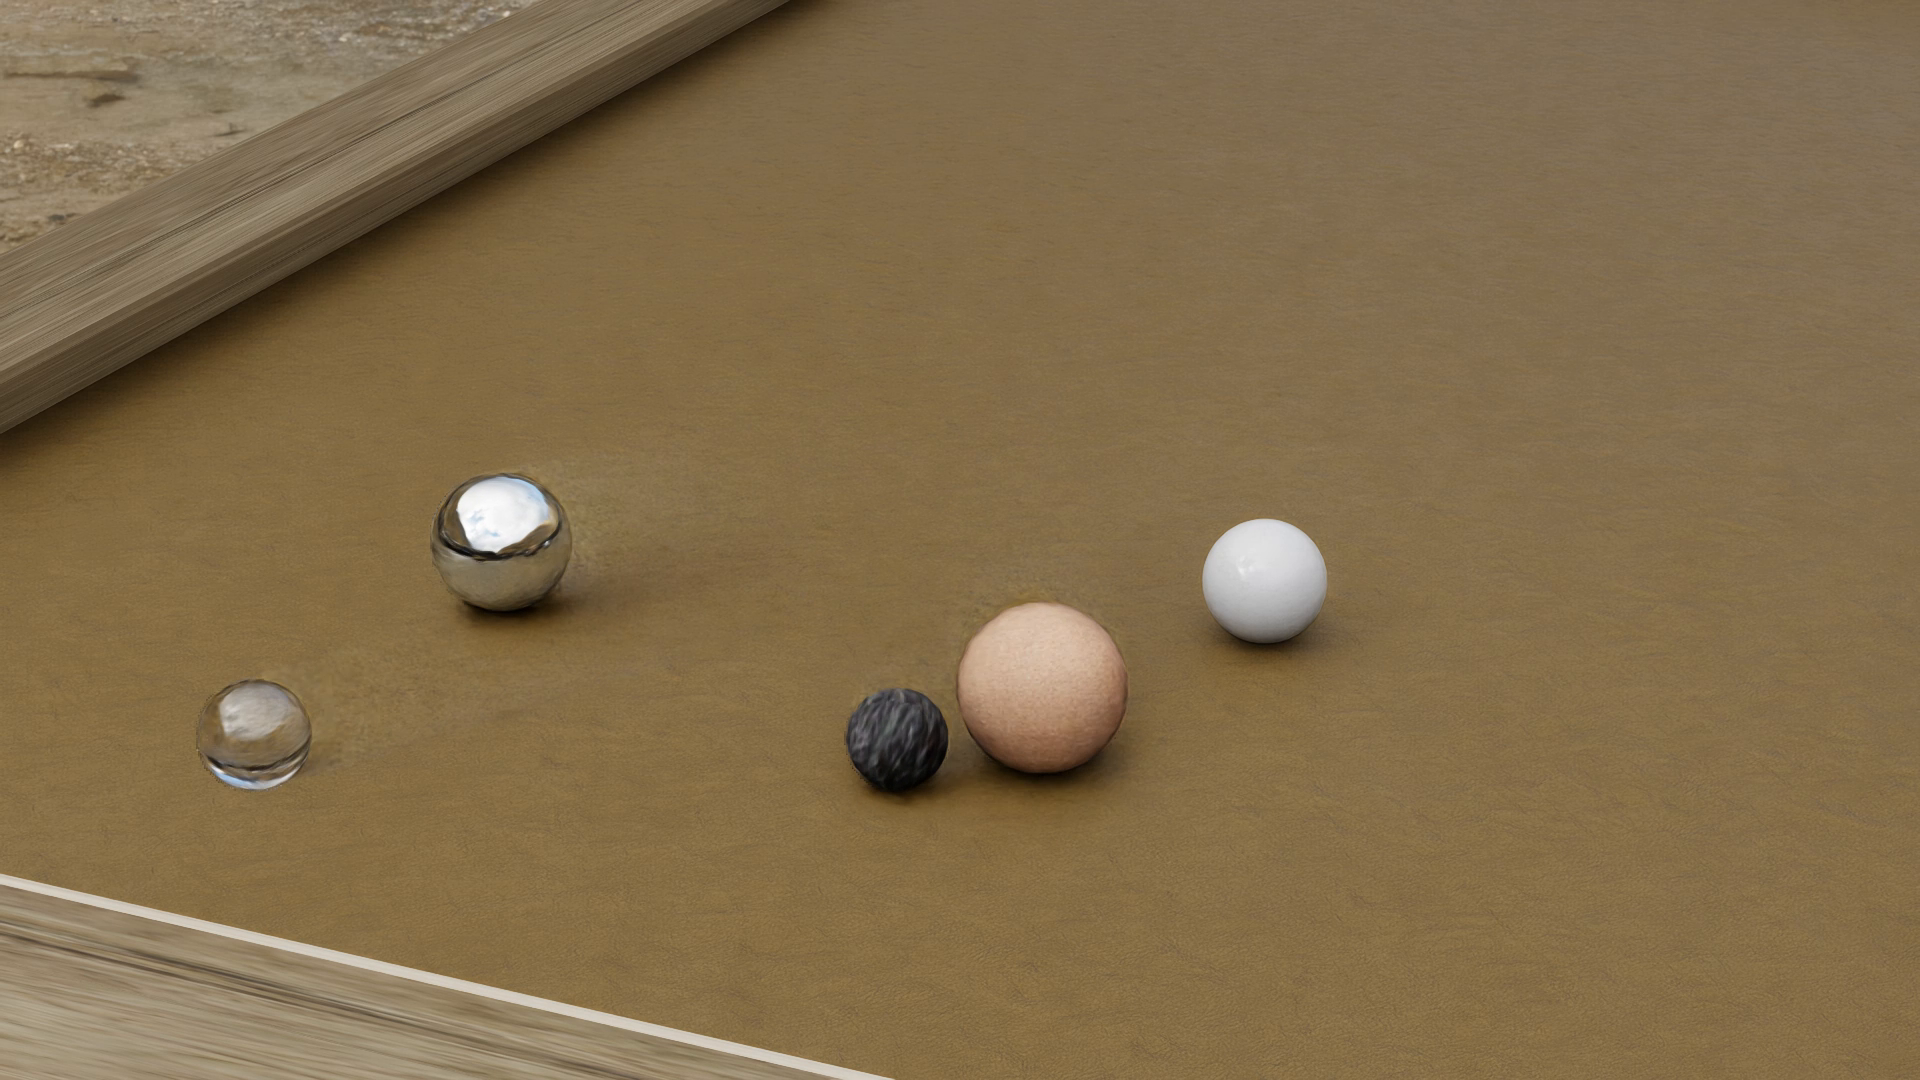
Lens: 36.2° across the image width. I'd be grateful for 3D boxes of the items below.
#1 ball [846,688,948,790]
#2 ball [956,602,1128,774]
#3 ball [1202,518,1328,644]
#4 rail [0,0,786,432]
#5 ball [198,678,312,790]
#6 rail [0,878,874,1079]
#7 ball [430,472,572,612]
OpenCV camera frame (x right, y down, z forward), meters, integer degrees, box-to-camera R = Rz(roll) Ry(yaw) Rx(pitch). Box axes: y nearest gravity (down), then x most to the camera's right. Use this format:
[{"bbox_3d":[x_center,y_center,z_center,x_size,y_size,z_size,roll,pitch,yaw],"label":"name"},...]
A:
[{"bbox_3d":[-0.036,0.114,1.685,0.058,0.058,0.058,0,24,0],"label":"ball"},{"bbox_3d":[0.047,0.085,1.698,0.100,0.100,0.100,0,24,0],"label":"ball"},{"bbox_3d":[0.192,0.026,1.853,0.079,0.079,0.079,0,24,0],"label":"ball"},{"bbox_3d":[-0.437,-0.402,2.735,0.045,0.129,2.782,9,26,20],"label":"rail"},{"bbox_3d":[-0.404,0.111,1.683,0.064,0.064,0.064,0,24,0],"label":"ball"},{"bbox_3d":[-0.246,0.235,1.328,1.534,0.129,0.045,9,26,20],"label":"rail"},{"bbox_3d":[-0.295,0.001,1.895,0.090,0.090,0.090,0,24,0],"label":"ball"}]
